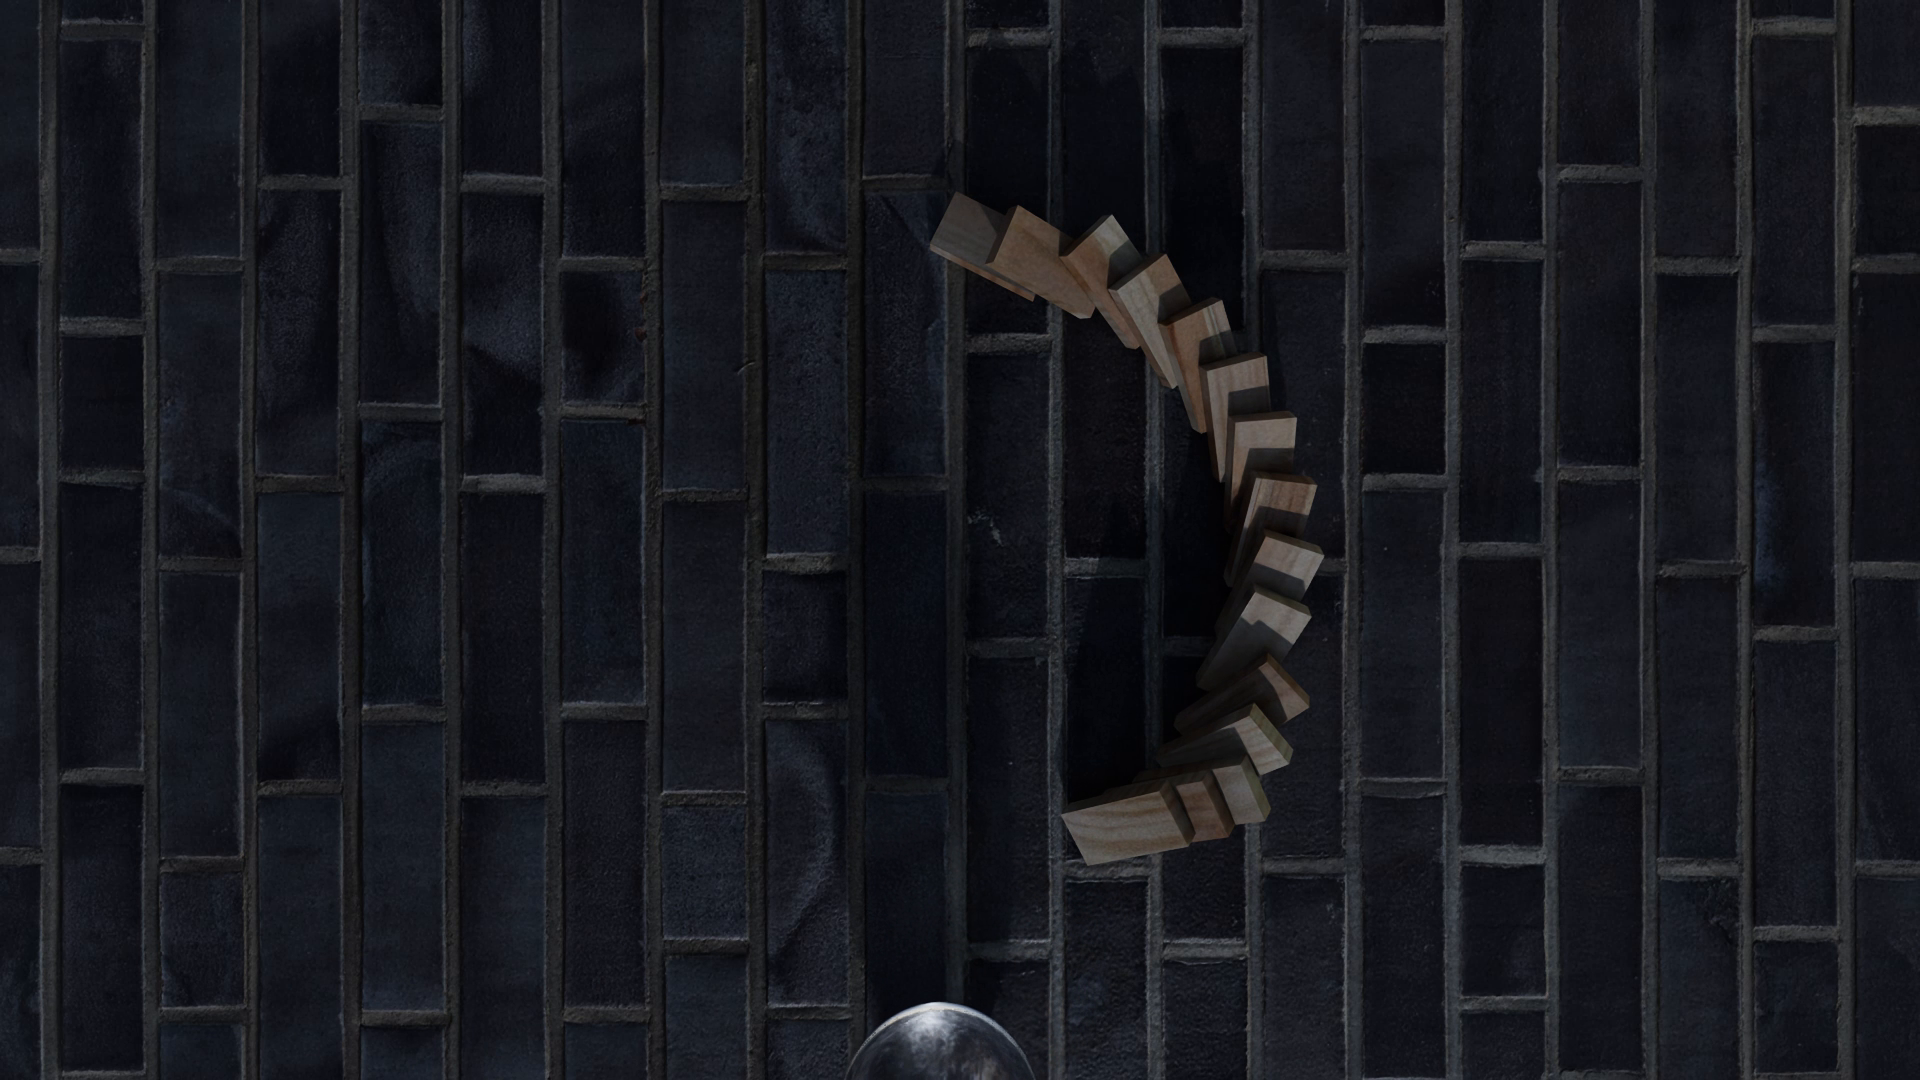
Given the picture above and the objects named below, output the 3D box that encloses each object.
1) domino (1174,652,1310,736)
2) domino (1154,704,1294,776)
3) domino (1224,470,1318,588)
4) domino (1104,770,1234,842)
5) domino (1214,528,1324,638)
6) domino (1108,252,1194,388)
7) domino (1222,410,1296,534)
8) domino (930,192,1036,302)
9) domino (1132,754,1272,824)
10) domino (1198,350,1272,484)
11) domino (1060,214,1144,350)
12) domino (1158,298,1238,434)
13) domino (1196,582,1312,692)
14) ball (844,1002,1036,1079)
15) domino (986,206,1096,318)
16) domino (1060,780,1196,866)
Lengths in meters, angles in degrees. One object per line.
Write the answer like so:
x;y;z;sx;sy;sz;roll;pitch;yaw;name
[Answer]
0.117;0.072;0.384;0.025;0.009;0.050;47;117;0;domino
0.109;0.089;0.380;0.025;0.010;0.050;50;128;-2;domino
0.130;-0.003;0.385;0.025;0.010;0.050;7;115;0;domino
0.085;0.113;0.381;0.050;0.010;0.025;-24;93;37;domino
0.129;0.022;0.385;0.025;0.010;0.050;18;115;0;domino
0.086;-0.092;0.385;0.025;0.010;0.050;-37;114;0;domino
0.125;-0.028;0.385;0.025;0.009;0.050;-5;115;0;domino
0.015;-0.126;0.395;0.050;0.009;0.025;27;90;0;domino
0.099;0.106;0.381;0.050;0.009;0.025;-22;95;37;domino
0.117;-0.051;0.385;0.025;0.009;0.050;-14;115;0;domino
0.067;-0.108;0.386;0.025;0.010;0.050;-43;112;0;domino
0.104;-0.073;0.385;0.025;0.009;0.050;-25;114;0;domino
0.122;0.045;0.385;0.025;0.010;0.050;24;115;0;domino
-0.008;0.226;0.360;0.080;0.080;0.080;0;90;0;ball
0.038;-0.116;0.385;0.050;0.009;0.025;23;92;-24;domino
0.069;0.118;0.381;0.050;0.009;0.025;-27;91;37;domino
